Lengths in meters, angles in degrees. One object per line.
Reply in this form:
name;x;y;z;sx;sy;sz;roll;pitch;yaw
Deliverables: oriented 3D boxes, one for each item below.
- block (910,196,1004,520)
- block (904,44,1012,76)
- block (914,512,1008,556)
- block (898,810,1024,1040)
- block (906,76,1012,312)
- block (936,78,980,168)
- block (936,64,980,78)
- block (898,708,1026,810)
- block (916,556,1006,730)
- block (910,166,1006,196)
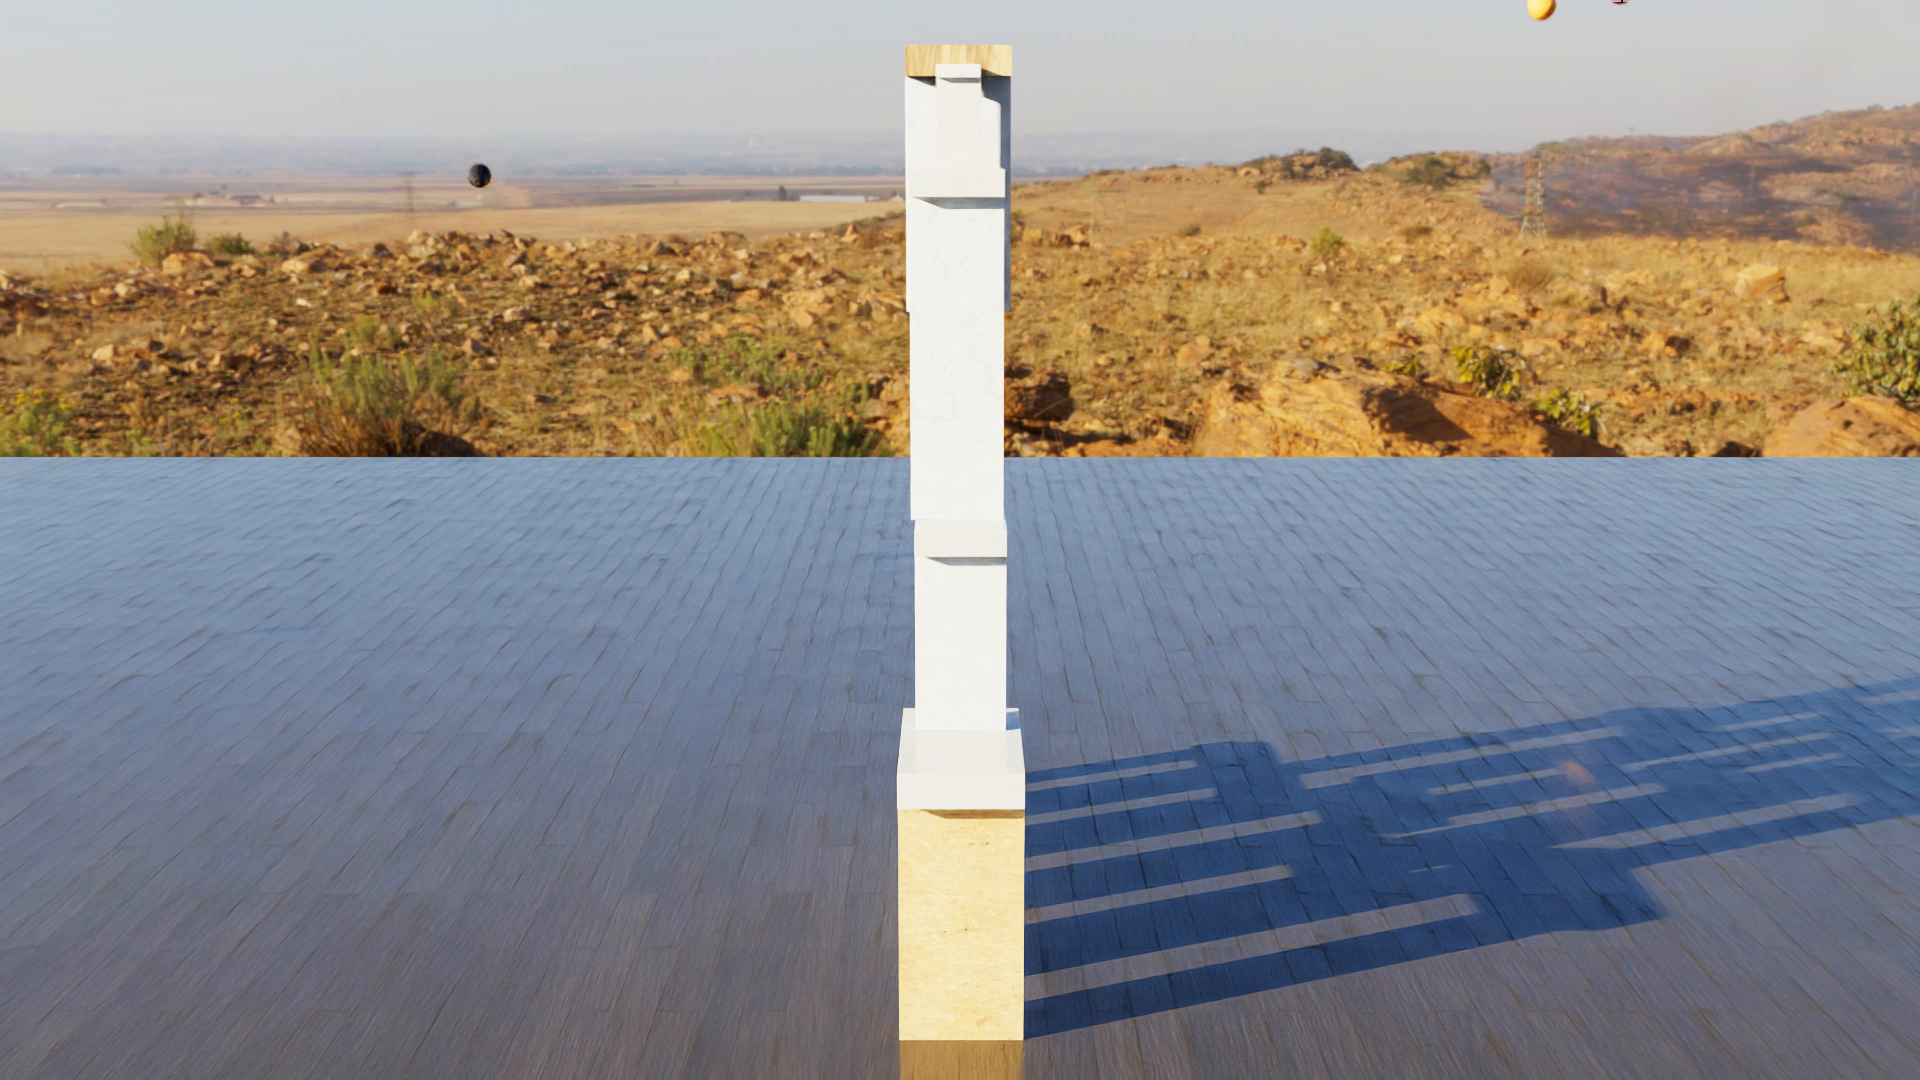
block;-0.004;-0.262;3.178;0.135;0.465;0.038;0;11;0
block;-0.003;-0.756;3.488;0.162;0.046;0.323;0;11;0
block;0.001;-0.018;3.242;0.131;0.037;0.262;0;11;0
block;0.002;0.525;3.071;0.173;0.347;0.049;0;11;0
block;-0.002;-0.537;3.419;0.162;0.359;0.046;0;10;0
block;-0.002;-0.614;3.235;0.065;0.130;0.018;0;10;0
block;-0.002;-0.695;3.265;0.065;0.018;0.130;0;11;0
block;0.002;0.309;3.148;0.173;0.049;0.346;0;11;0
block;0.001;0.145;3.184;0.131;0.262;0.037;0;11;0
block;-0.004;-0.526;3.220;0.135;0.038;0.269;0;11;0
